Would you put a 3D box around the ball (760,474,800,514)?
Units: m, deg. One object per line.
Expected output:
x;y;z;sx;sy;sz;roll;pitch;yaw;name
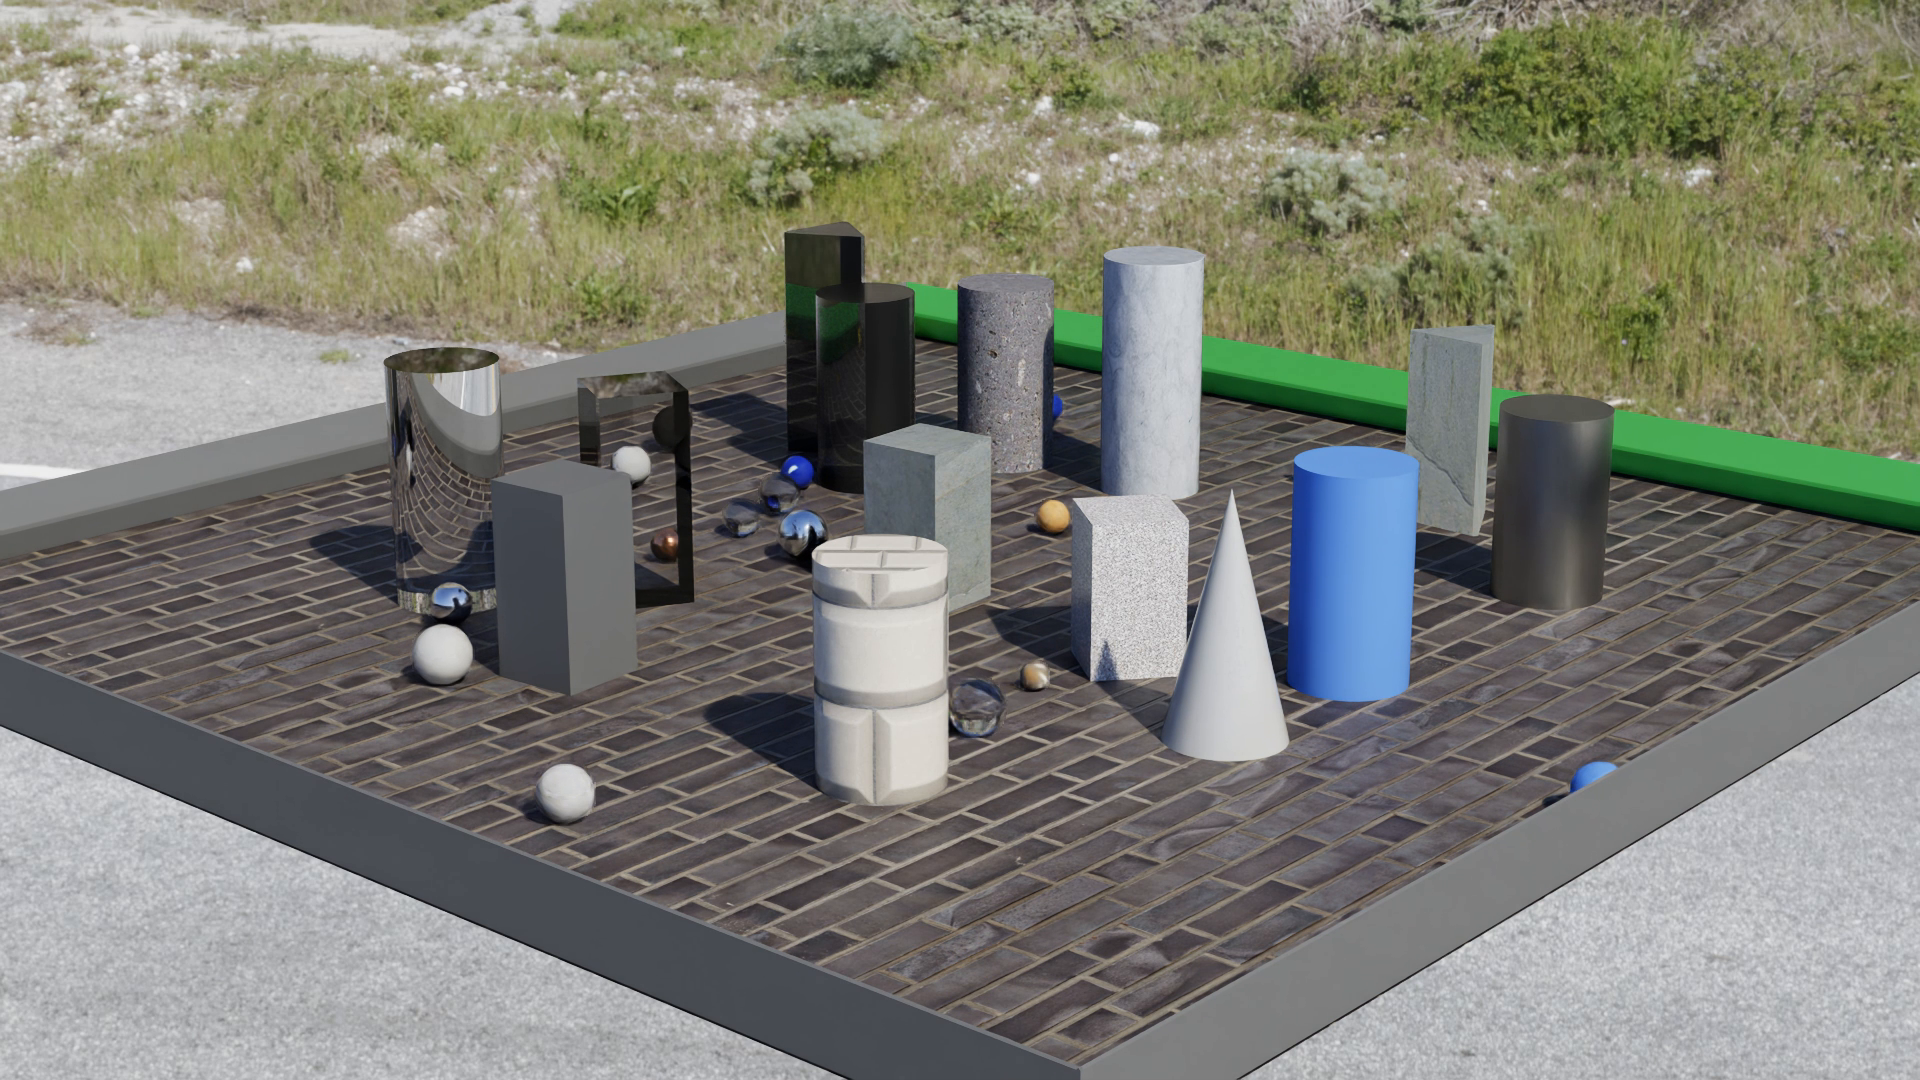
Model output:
-0.344;-0.088;5.610;0.076;0.076;0.076;0;17;0;ball

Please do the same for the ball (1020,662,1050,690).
0.118;0.216;4.652;0.046;0.046;0.046;0;17;0;ball

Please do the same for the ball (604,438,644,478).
-0.670;-0.161;5.842;0.081;0.081;0.081;0;17;0;ball

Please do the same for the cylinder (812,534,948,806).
-0.114;0.185;4.232;0.195;0.348;0.195;0;17;0;cylinder

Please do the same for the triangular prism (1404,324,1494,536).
0.953;-0.215;5.526;0.169;0.367;0.146;16;23;42;triangular prism

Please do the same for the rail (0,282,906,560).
-1.074;-0.238;6.013;0.045;0.127;2.939;14;22;39;rail

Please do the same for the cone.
0.402;0.112;4.394;0.195;0.394;0.195;0;17;0;cone

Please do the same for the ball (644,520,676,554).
-0.549;-0.006;5.363;0.061;0.061;0.061;0;17;0;ball

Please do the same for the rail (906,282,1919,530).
0.948;-0.283;6.165;2.893;0.127;0.045;14;22;39;rail

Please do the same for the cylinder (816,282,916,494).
-0.185;-0.301;5.784;0.195;0.382;0.195;0;17;0;cylinder

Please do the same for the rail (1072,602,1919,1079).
1.074;0.301;4.227;0.045;0.127;2.939;14;22;39;rail

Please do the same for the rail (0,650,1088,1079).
-0.948;0.347;4.075;2.893;0.127;0.045;14;22;39;rail

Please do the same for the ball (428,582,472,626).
-0.862;0.108;4.963;0.073;0.073;0.073;0;17;0;ball

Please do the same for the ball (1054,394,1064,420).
0.191;-0.285;6.290;0.060;0.060;0.060;0;17;0;ball

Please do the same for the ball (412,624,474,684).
-0.825;0.182;4.677;0.096;0.096;0.096;0;17;0;ball

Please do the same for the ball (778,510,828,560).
-0.285;-0.010;5.320;0.092;0.092;0.092;0;17;0;ball

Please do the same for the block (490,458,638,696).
-0.632;0.057;4.688;0.156;0.329;0.156;12;21;35;block

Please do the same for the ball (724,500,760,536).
-0.408;-0.042;5.469;0.068;0.068;0.068;0;17;0;ball

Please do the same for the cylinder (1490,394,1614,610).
1.027;-0.067;5.093;0.195;0.334;0.195;0;17;0;cylinder

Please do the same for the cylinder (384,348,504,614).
-0.883;-0.103;5.053;0.195;0.425;0.195;0;17;0;cylinder

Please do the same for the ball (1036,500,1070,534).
0.174;-0.043;5.481;0.063;0.063;0.063;0;17;0;ball

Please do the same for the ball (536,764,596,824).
-0.555;0.356;4.123;0.084;0.084;0.084;0;17;0;ball

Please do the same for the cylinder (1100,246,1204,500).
0.374;-0.326;5.724;0.195;0.465;0.195;0;17;0;cylinder

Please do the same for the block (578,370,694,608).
-0.562;-0.086;5.080;0.156;0.378;0.156;-6;18;-20;block

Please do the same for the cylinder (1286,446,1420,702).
0.621;0.052;4.647;0.195;0.363;0.195;0;17;0;cylinder

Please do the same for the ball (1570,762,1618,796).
0.901;0.354;4.130;0.084;0.084;0.084;0;17;0;ball

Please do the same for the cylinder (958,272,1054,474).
0.092;-0.339;5.933;0.195;0.370;0.195;0;17;0;cylinder

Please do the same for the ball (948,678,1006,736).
0.025;0.254;4.451;0.090;0.090;0.090;0;17;0;ball

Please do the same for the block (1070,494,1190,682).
0.273;0.076;4.746;0.156;0.261;0.156;-3;17;-9;block

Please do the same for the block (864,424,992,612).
-0.056;-0.036;5.073;0.156;0.286;0.156;13;21;36;block

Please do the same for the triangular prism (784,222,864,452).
-0.256;-0.418;6.046;0.169;0.456;0.146;5;17;15;triangular prism

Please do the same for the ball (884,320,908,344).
-0.151;-0.495;6.991;0.057;0.057;0.057;0;17;0;ball

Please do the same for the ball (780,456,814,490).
-0.321;-0.133;5.773;0.066;0.066;0.066;0;17;0;ball

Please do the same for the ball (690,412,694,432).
-0.604;-0.245;6.092;0.098;0.098;0.098;0;17;0;ball
